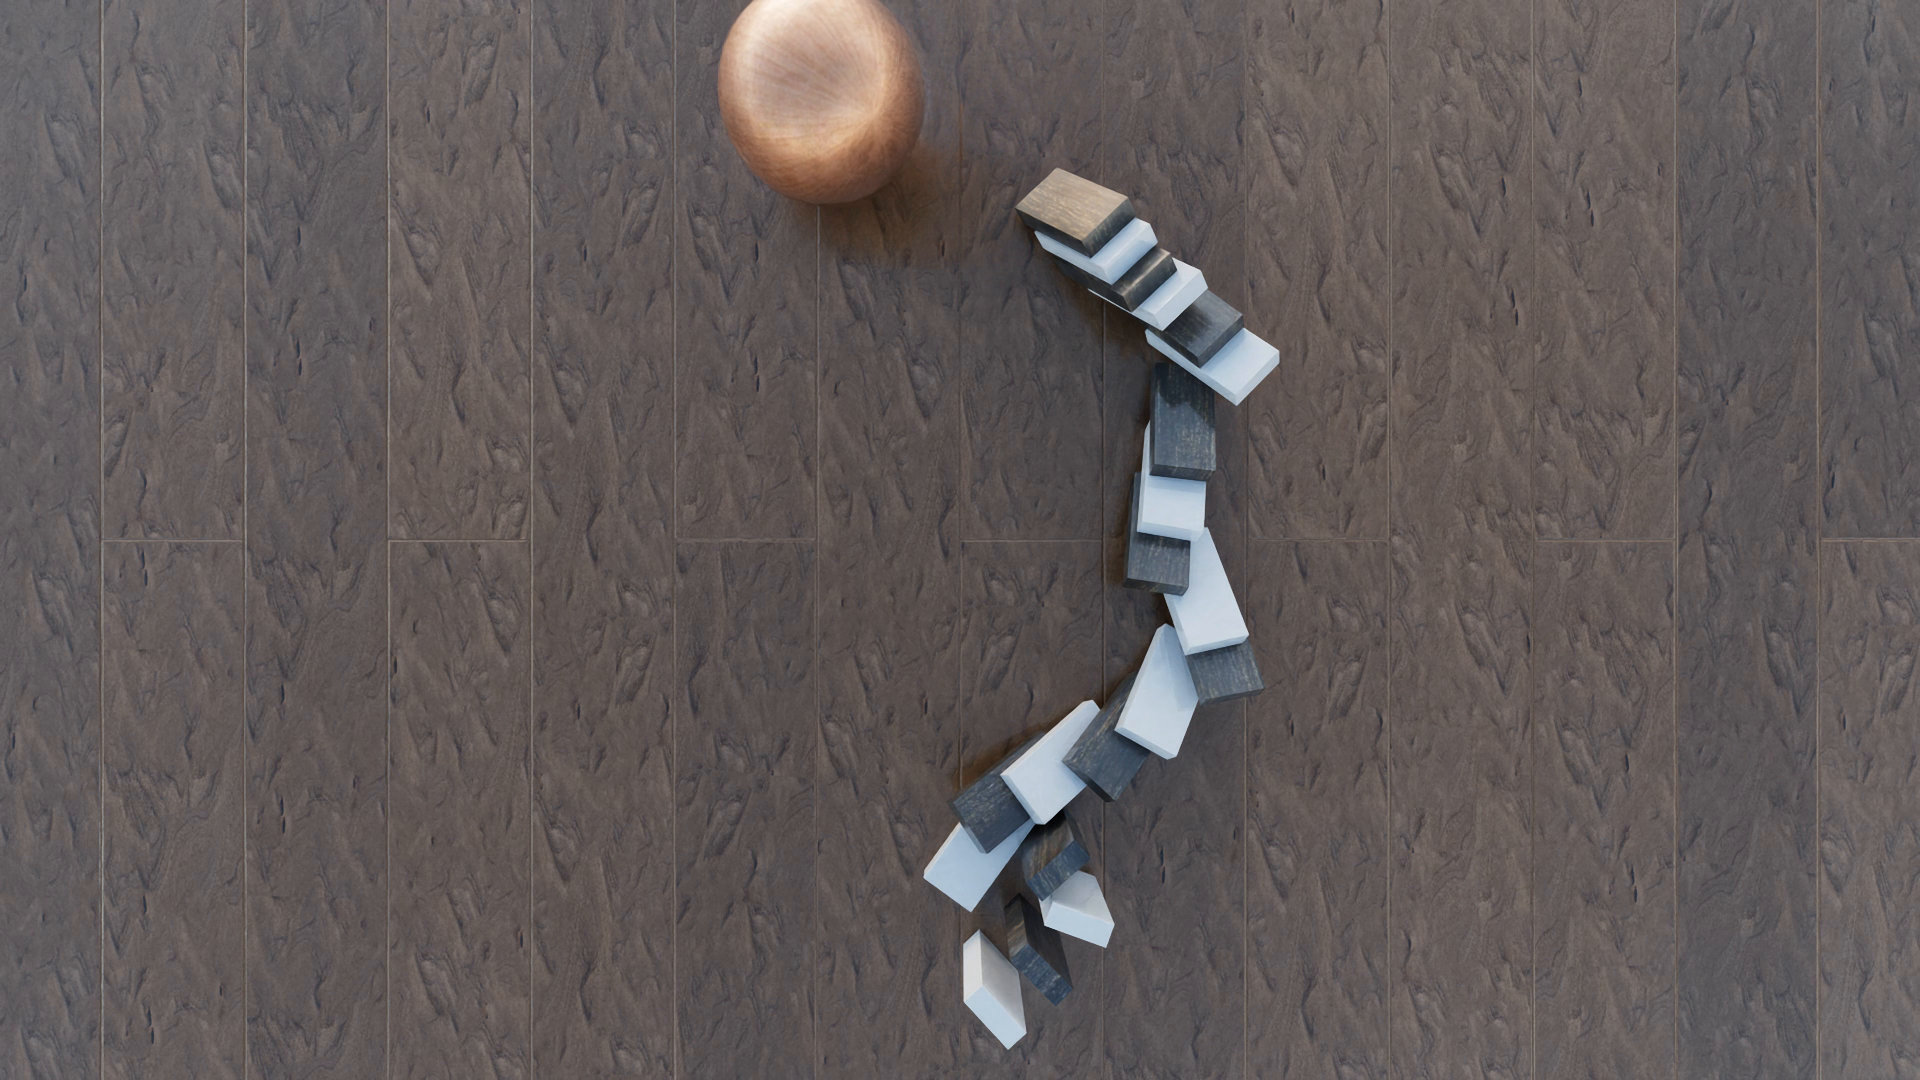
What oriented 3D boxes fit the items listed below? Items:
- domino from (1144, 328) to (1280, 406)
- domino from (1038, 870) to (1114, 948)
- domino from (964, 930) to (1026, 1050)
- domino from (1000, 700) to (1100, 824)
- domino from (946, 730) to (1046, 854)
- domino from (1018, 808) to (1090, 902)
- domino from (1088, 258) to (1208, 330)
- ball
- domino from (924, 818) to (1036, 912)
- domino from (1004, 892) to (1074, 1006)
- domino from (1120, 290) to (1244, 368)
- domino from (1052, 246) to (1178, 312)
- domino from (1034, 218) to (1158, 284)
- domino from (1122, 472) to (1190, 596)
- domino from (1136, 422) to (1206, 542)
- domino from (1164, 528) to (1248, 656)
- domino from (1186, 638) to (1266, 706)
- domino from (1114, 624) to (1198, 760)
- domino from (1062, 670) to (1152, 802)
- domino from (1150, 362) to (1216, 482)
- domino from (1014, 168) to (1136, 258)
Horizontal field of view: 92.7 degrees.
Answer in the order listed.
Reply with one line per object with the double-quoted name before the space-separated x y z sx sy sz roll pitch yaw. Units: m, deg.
"domino" 0.105 -0.081 0.384 0.025 0.009 0.050 -45 63 -1
"domino" 0.046 0.147 0.375 0.025 0.050 0.010 20 90 0
"domino" 0.013 0.182 0.375 0.010 0.050 0.025 -43 90 0
"domino" 0.044 0.093 0.386 0.050 0.010 0.025 -36 89 -23
"domino" 0.022 0.105 0.385 0.050 0.010 0.025 -33 87 -23
"domino" 0.038 0.126 0.375 0.025 0.050 0.010 -42 90 0
"domino" 0.075 -0.107 0.379 0.025 0.050 0.009 -43 135 0
"ball" -0.054 -0.174 0.360 0.080 0.080 0.080 0 90 0
"domino" 0.009 0.131 0.395 0.025 0.009 0.050 36 90 0
"domino" 0.031 0.166 0.375 0.009 0.050 0.025 -45 90 0
"domino" 0.091 -0.097 0.384 0.025 0.010 0.050 -44 63 0
"domino" 0.063 -0.114 0.379 0.025 0.009 0.050 -43 45 0
"domino" 0.055 -0.125 0.379 0.025 0.009 0.050 -43 45 0
"domino" 0.083 -0.003 0.385 0.025 0.009 0.050 9 64 1
"domino" 0.090 -0.026 0.385 0.025 0.010 0.050 10 64 1
"domino" 0.099 0.021 0.384 0.025 0.010 0.050 -12 64 -5
"domino" 0.106 0.042 0.384 0.025 0.010 0.050 -10 64 -4
"domino" 0.087 0.063 0.386 0.025 0.009 0.050 29 66 0
"domino" 0.068 0.082 0.385 0.025 0.009 0.050 43 66 0
"domino" 0.093 -0.050 0.385 0.025 0.010 0.050 6 66 0
"domino" 0.047 -0.136 0.379 0.025 0.009 0.050 -43 45 0
